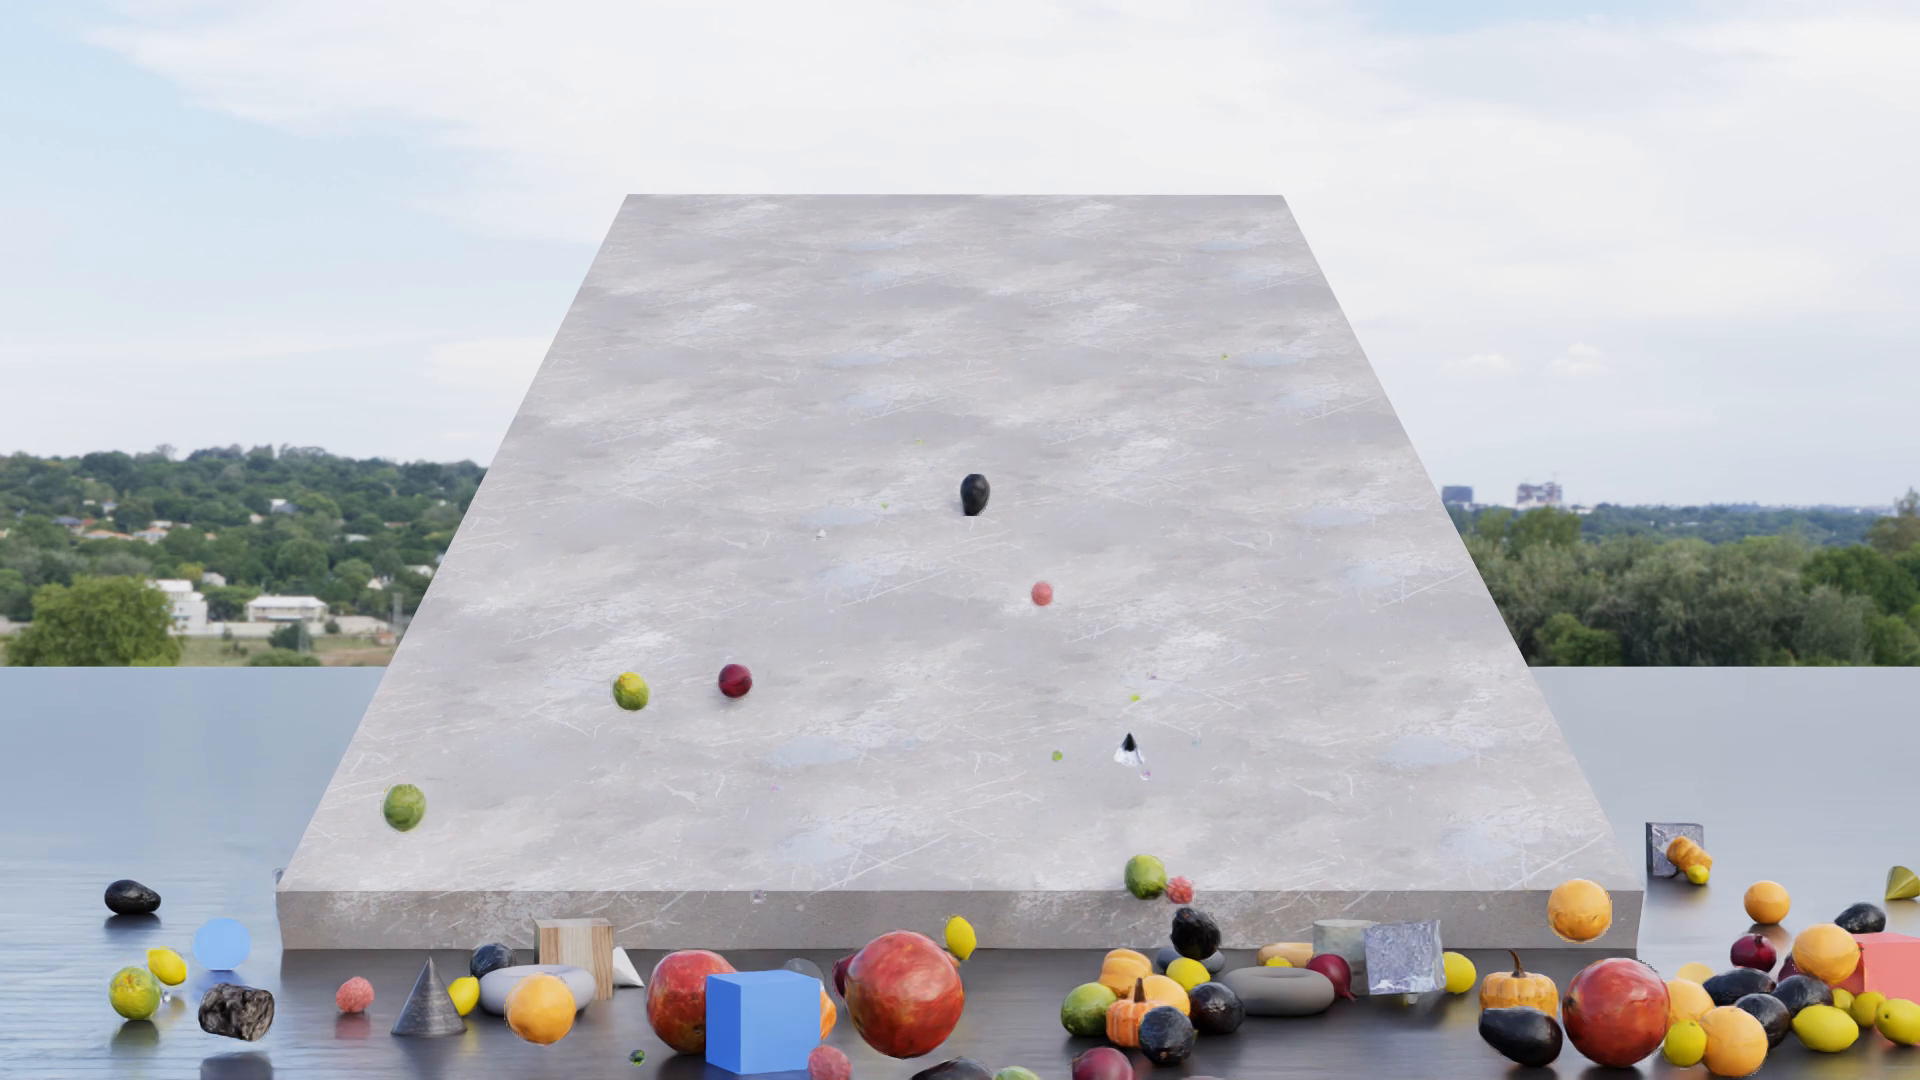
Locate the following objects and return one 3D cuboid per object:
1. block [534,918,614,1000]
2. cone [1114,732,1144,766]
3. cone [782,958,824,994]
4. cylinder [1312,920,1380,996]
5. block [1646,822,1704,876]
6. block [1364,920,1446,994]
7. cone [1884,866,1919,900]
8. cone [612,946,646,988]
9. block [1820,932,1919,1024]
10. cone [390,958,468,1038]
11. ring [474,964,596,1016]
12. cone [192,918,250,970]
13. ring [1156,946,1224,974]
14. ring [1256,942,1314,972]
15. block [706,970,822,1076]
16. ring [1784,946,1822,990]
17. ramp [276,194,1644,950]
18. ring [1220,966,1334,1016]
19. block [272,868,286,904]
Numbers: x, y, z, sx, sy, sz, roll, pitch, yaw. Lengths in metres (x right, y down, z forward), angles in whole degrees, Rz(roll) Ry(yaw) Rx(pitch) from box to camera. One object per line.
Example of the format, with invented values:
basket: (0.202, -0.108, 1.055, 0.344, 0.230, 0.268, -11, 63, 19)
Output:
block: (-0.494, 0.534, 2.949, 0.091, 0.091, 0.091, 1, -3, -15)
cone: (0.274, 0.331, 3.742, 0.050, 0.050, 0.050, 0, 23, 0)
cone: (-0.206, 0.564, 2.906, 0.059, 0.059, 0.059, 1, -30, -19)
cylinder: (0.500, 0.539, 2.989, 0.086, 0.086, 0.086, 0, -3, 0)
block: (1.432, 0.619, 4.634, 0.098, 0.098, 0.098, 0, -3, 9)
block: (0.553, 0.518, 2.875, 0.082, 0.082, 0.082, -8, -9, 19)
cone: (1.667, 0.626, 4.126, 0.066, 0.066, 0.066, -29, 13, -30)
cone: (-0.434, 0.571, 3.023, 0.057, 0.057, 0.057, 27, 5, 17)
block: (1.100, 0.524, 2.770, 0.094, 0.094, 0.094, 0, -3, -9)
cone: (-0.610, 0.522, 2.660, 0.086, 0.086, 0.086, 0, -3, 0)
ring: (-0.517, 0.549, 2.819, 0.146, 0.049, 0.146, -1, -2, 0)
cone: (-1.028, 0.577, 3.224, 0.077, 0.077, 0.077, 1, -30, -16)
ring: (0.316, 0.576, 3.172, 0.094, 0.031, 0.094, 3, -4, 0)
ring: (0.462, 0.571, 3.144, 0.117, 0.039, 0.117, 1, -4, 0)
block: (-0.208, 0.508, 2.441, 0.091, 0.091, 0.091, 2, -3, -29)
ring: (1.152, 0.561, 3.028, 0.139, 0.046, 0.139, 1, -2, 0)
ramp: (-0.007, -0.226, 5.238, 2.000, 0.100, 4.000, 0, 23, 0)
ring: (0.387, 0.551, 2.820, 0.139, 0.046, 0.139, 0, -2, 0)
block: (-1.183, 0.611, 4.090, 0.057, 0.057, 0.057, 1, -3, -21)
